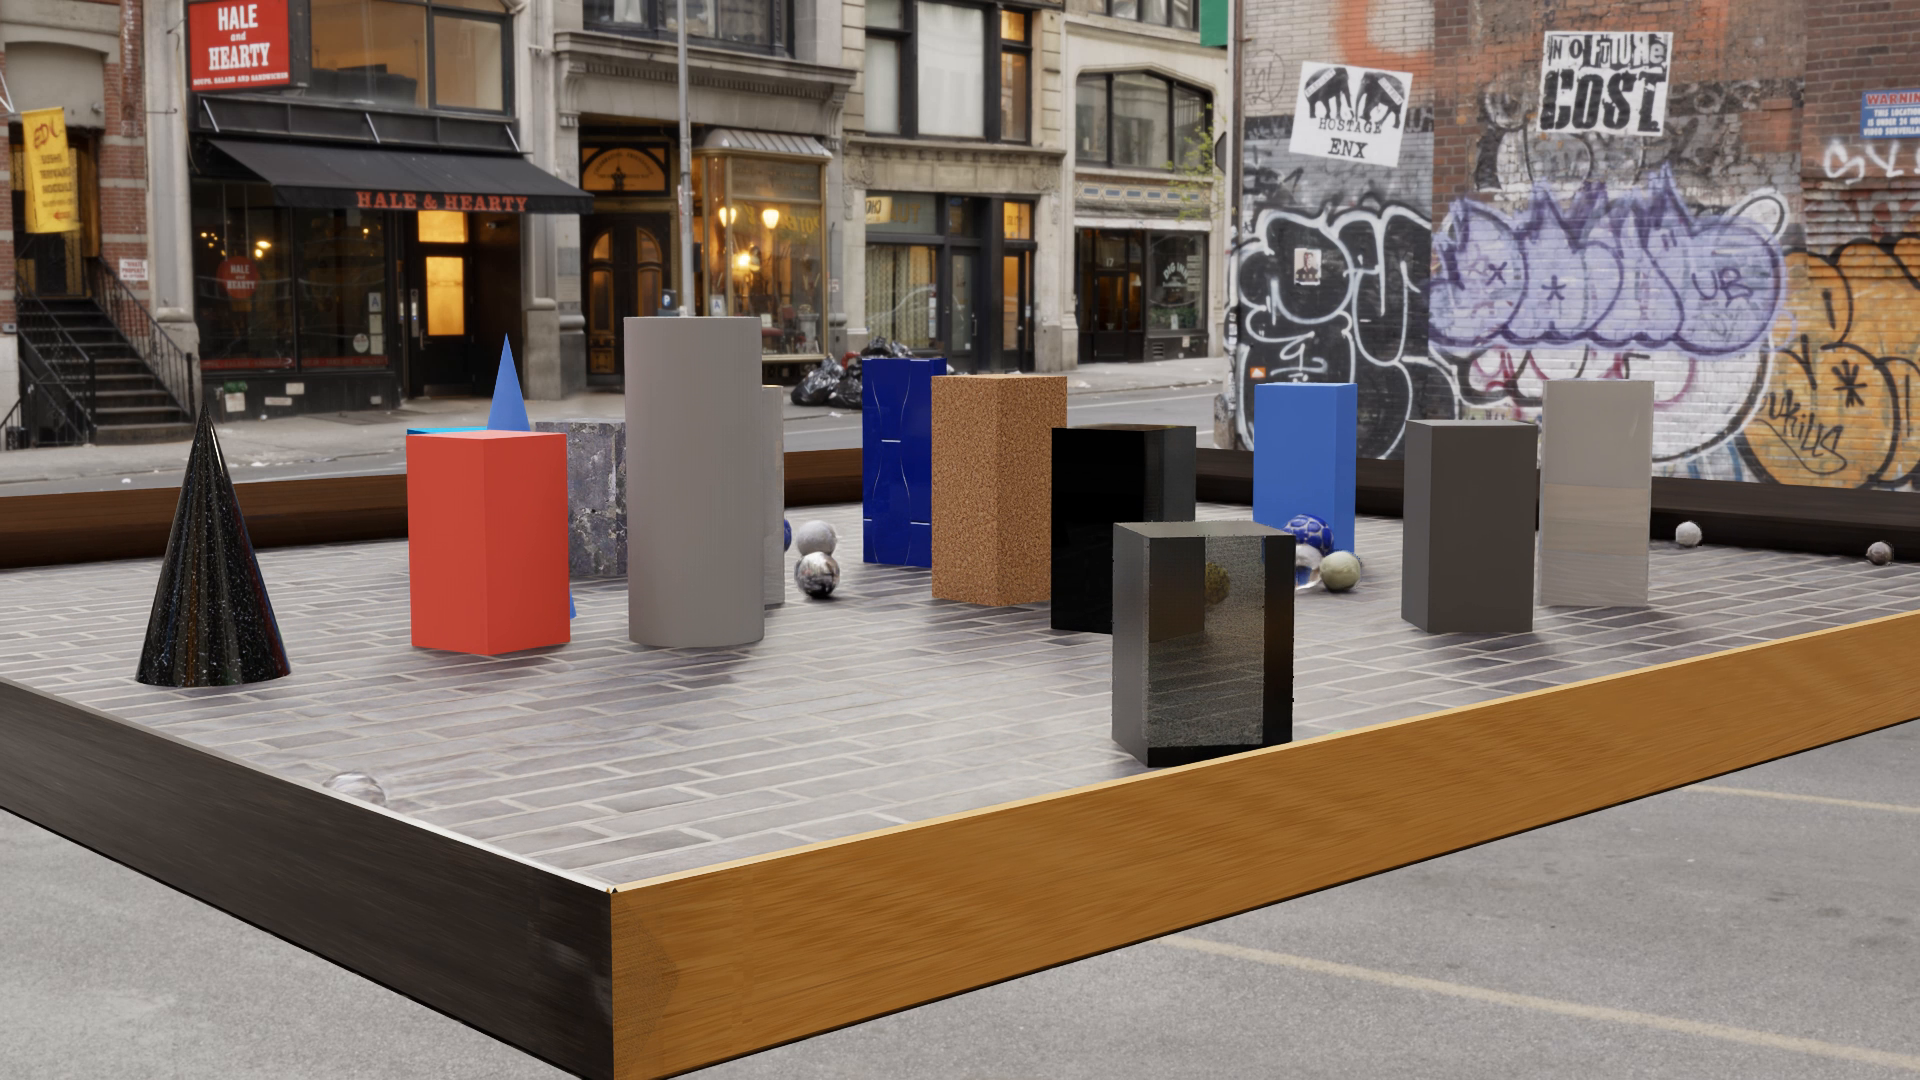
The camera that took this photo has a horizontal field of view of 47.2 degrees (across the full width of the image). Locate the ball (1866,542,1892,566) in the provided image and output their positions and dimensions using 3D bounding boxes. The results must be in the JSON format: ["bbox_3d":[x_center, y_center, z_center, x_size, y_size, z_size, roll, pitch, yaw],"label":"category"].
[{"bbox_3d":[1.575,0.024,3.767,0.041,0.041,0.041,0,6,0],"label":"ball"}]

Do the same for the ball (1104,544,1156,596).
[{"bbox_3d":[0.261,0.046,3.380,0.079,0.079,0.079,0,6,0],"label":"ball"}]

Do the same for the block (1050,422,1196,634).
[{"bbox_3d":[0.226,-0.018,3.041,0.145,0.278,0.145,4,7,34],"label":"block"}]

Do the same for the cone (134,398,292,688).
[{"bbox_3d":[-0.903,-0.005,2.645,0.182,0.337,0.182,0,6,0],"label":"cone"}]

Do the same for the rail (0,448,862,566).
[{"bbox_3d":[-0.944,-0.078,4.350,3.145,0.118,0.045,-6,8,-42],"label":"rail"}]

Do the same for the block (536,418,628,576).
[{"bbox_3d":[-0.615,-0.076,3.717,0.145,0.251,0.145,2,6,18],"label":"block"}]

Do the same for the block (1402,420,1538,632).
[{"bbox_3d":[0.707,-0.022,3.060,0.145,0.283,0.145,0,6,-3],"label":"block"}]

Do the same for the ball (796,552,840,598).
[{"bbox_3d":[-0.218,0.052,3.365,0.070,0.070,0.070,0,6,0],"label":"ball"}]

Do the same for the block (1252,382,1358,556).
[{"bbox_3d":[0.607,-0.121,3.870,0.145,0.307,0.145,3,7,24],"label":"block"}]

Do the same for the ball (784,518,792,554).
[{"bbox_3d":[-0.336,-0.007,3.840,0.088,0.088,0.088,0,6,0],"label":"ball"}]

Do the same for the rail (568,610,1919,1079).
[{"bbox_3d":[0.944,0.139,2.315,3.145,0.118,0.045,-6,8,-42],"label":"rail"}]

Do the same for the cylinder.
[{"bbox_3d":[-0.354,-0.083,2.940,0.182,0.429,0.182,0,6,0],"label":"cylinder"}]

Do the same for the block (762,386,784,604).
[{"bbox_3d":[-0.366,-0.068,3.291,0.145,0.325,0.145,-6,8,-43],"label":"block"}]

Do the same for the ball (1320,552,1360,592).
[{"bbox_3d":[0.592,0.049,3.428,0.063,0.063,0.063,0,6,0],"label":"ball"}]

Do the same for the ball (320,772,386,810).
[{"bbox_3d":[-0.507,0.222,1.825,0.060,0.060,0.060,0,6,0],"label":"ball"}]

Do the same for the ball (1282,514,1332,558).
[{"bbox_3d":[0.591,0.000,3.760,0.090,0.090,0.090,0,6,0],"label":"ball"}]

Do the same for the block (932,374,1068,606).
[{"bbox_3d":[0.059,-0.080,3.344,0.145,0.337,0.145,-6,8,-42],"label":"block"}]

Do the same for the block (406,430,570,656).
[{"bbox_3d":[-0.619,-0.001,2.889,0.145,0.276,0.145,4,7,35],"label":"block"}]

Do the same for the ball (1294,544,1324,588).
[{"bbox_3d":[0.540,0.041,3.469,0.071,0.071,0.071,0,6,0],"label":"ball"}]

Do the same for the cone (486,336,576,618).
[{"bbox_3d":[-0.641,-0.092,3.131,0.182,0.406,0.182,0,6,0],"label":"cone"}]

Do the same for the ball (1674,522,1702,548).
[{"bbox_3d":[1.340,-0.009,4.047,0.047,0.047,0.047,0,6,0],"label":"ball"}]

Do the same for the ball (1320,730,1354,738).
[{"bbox_3d":[0.326,0.204,1.843,0.091,0.091,0.091,0,6,0],"label":"ball"}]

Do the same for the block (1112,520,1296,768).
[{"bbox_3d":[0.240,0.100,2.196,0.145,0.224,0.145,-1,6,-10],"label":"block"}]

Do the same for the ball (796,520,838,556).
[{"bbox_3d":[-0.250,0.002,3.834,0.071,0.071,0.071,0,6,0],"label":"ball"}]

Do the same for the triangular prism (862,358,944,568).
[{"bbox_3d":[-0.066,-0.139,3.823,0.157,0.353,0.136,4,7,34],"label":"triangular prism"}]

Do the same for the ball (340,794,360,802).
[{"bbox_3d":[-0.475,0.231,1.662,0.077,0.077,0.077,0,6,0],"label":"ball"}]

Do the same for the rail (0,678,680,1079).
[{"bbox_3d":[-1.138,0.142,2.288,0.045,0.118,2.831,-6,8,-42],"label":"rail"}]

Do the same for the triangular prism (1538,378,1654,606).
[{"bbox_3d":[0.948,-0.076,3.319,0.157,0.334,0.136,1,6,7],"label":"triangular prism"}]

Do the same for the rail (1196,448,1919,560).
[{"bbox_3d":[1.138,-0.081,4.377,0.045,0.118,2.831,-6,8,-42],"label":"rail"}]

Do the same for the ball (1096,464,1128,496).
[{"bbox_3d":[0.354,-0.140,5.142,0.075,0.075,0.075,0,6,0],"label":"ball"}]

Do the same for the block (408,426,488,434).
[{"bbox_3d":[-0.848,-0.072,3.757,0.145,0.233,0.145,-4,7,-31],"label":"block"}]

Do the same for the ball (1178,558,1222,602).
[{"bbox_3d":[0.360,0.060,3.305,0.067,0.067,0.067,0,6,0],"label":"ball"}]
